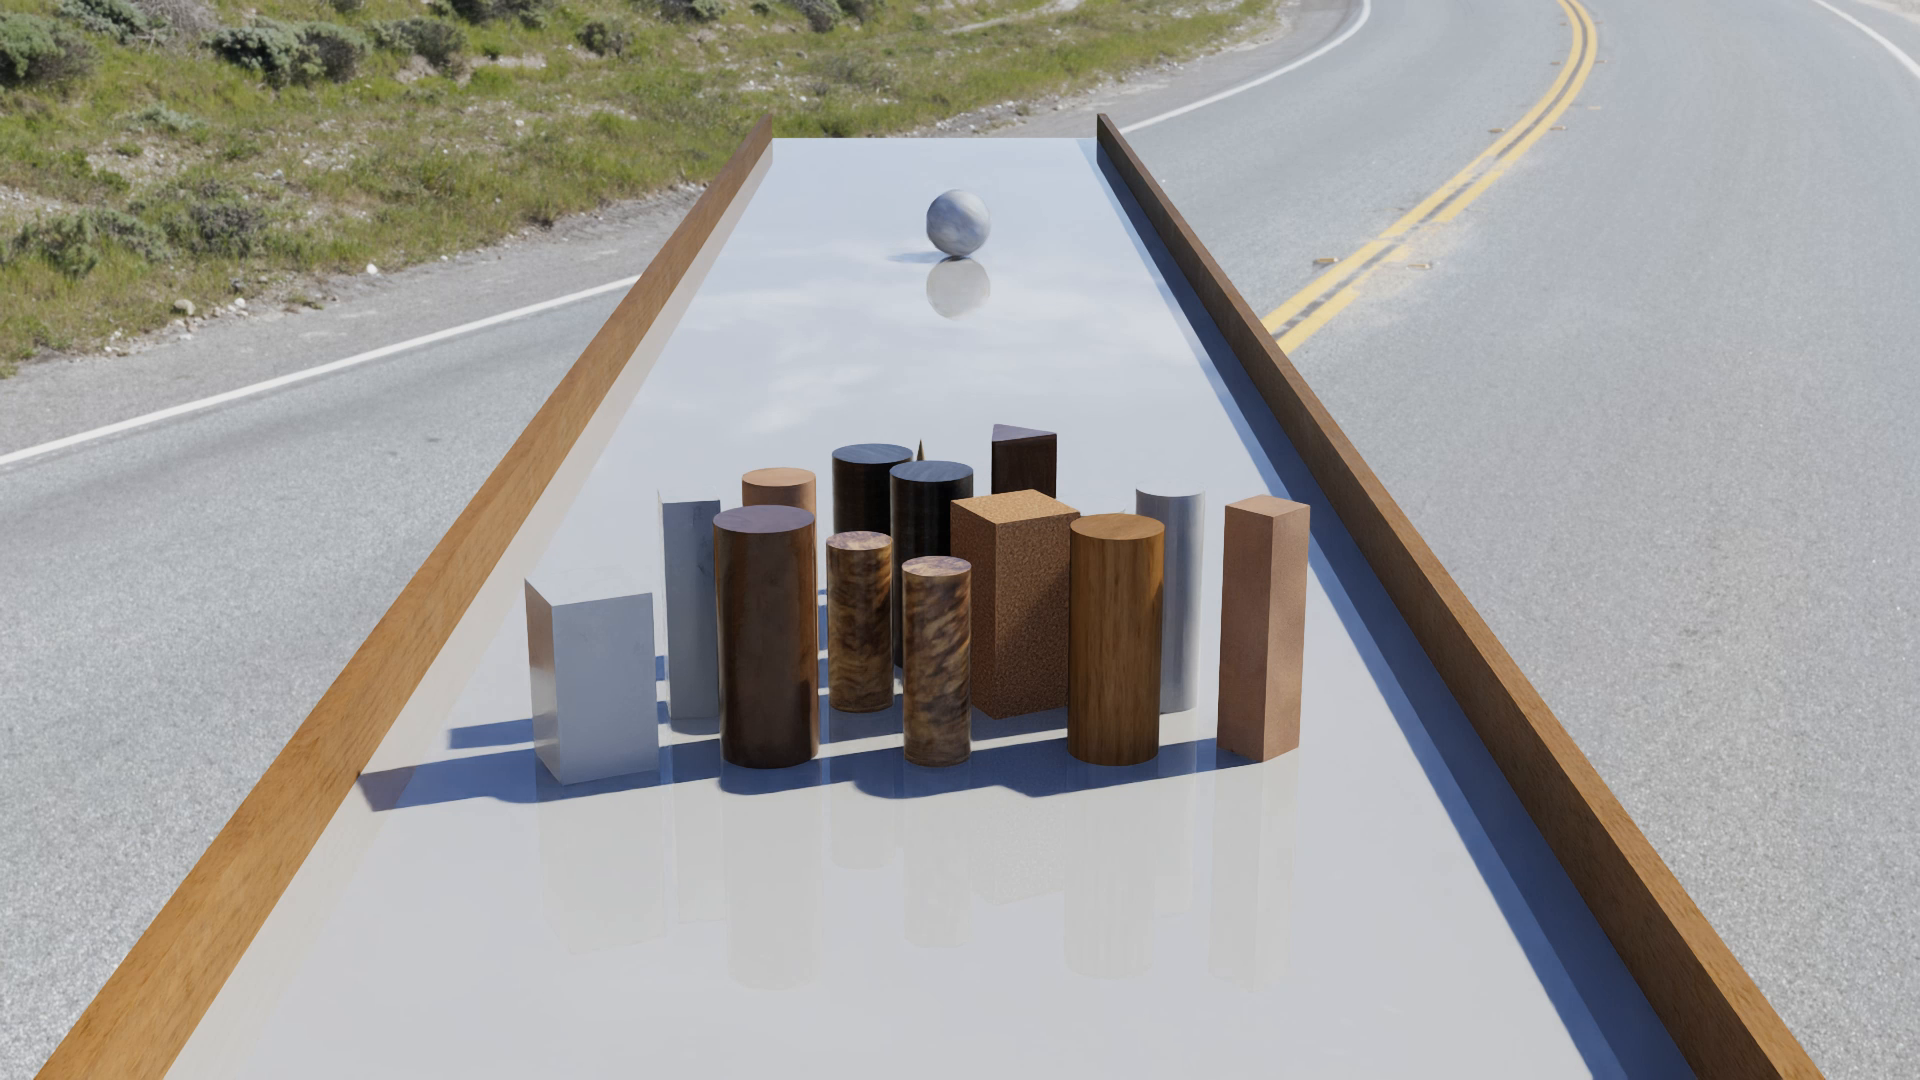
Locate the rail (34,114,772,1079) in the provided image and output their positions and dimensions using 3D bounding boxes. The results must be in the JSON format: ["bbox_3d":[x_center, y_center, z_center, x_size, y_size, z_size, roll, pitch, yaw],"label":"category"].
[{"bbox_3d":[-1.118,-0.838,7.780,0.050,0.150,12.000,0,17,-1],"label":"rail"}]

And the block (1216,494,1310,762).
[{"bbox_3d":[0.538,0.156,3.906,0.105,0.453,0.105,-16,23,-42],"label":"block"}]

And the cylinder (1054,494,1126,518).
[{"bbox_3d":[0.249,0.086,4.369,0.154,0.323,0.154,0,17,0],"label":"cylinder"}]

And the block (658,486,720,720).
[{"bbox_3d":[-0.499,0.117,4.099,0.105,0.419,0.105,-4,17,-12],"label":"block"}]

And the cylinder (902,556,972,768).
[{"bbox_3d":[-0.041,0.215,3.885,0.121,0.353,0.121,0,17,0],"label":"cylinder"}]

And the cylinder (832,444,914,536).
[{"bbox_3d":[-0.183,-0.014,4.659,0.171,0.350,0.171,0,17,0],"label":"cylinder"}]

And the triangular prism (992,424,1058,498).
[{"bbox_3d":[0.105,-0.034,4.634,0.151,0.404,0.131,-8,18,-26],"label":"triangular prism"}]

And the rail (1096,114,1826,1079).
[{"bbox_3d":[0.932,-0.844,7.801,0.050,0.150,12.000,0,17,-1],"label":"rail"}]

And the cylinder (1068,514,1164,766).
[{"bbox_3d":[0.275,0.176,3.903,0.165,0.417,0.165,0,17,0],"label":"cylinder"}]

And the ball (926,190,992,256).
[{"bbox_3d":[-0.007,-1.328,9.208,0.276,0.276,0.276,0,17,0],"label":"ball"}]

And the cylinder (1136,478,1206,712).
[{"bbox_3d":[0.390,0.104,4.135,0.129,0.422,0.129,0,17,0],"label":"cylinder"}]

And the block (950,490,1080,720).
[{"bbox_3d":[0.103,0.119,4.159,0.178,0.381,0.178,-9,19,-26],"label":"block"}]

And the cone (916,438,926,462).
[{"bbox_3d":[-0.086,-0.068,4.873,0.128,0.331,0.128,0,17,0],"label":"cone"}]

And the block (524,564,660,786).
[{"bbox_3d":[-0.647,0.234,3.867,0.177,0.326,0.177,-8,18,-24],"label":"block"}]

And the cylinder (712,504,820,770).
[{"bbox_3d":[-0.342,0.170,3.894,0.178,0.433,0.178,0,17,0],"label":"cylinder"}]

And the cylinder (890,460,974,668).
[{"bbox_3d":[-0.056,0.052,4.367,0.165,0.391,0.165,0,17,0],"label":"cylinder"}]

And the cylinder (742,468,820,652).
[{"bbox_3d":[-0.359,0.051,4.406,0.147,0.369,0.147,0,17,0],"label":"cylinder"}]

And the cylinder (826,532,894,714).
[{"bbox_3d":[-0.188,0.154,4.145,0.125,0.320,0.125,0,17,0],"label":"cylinder"}]
